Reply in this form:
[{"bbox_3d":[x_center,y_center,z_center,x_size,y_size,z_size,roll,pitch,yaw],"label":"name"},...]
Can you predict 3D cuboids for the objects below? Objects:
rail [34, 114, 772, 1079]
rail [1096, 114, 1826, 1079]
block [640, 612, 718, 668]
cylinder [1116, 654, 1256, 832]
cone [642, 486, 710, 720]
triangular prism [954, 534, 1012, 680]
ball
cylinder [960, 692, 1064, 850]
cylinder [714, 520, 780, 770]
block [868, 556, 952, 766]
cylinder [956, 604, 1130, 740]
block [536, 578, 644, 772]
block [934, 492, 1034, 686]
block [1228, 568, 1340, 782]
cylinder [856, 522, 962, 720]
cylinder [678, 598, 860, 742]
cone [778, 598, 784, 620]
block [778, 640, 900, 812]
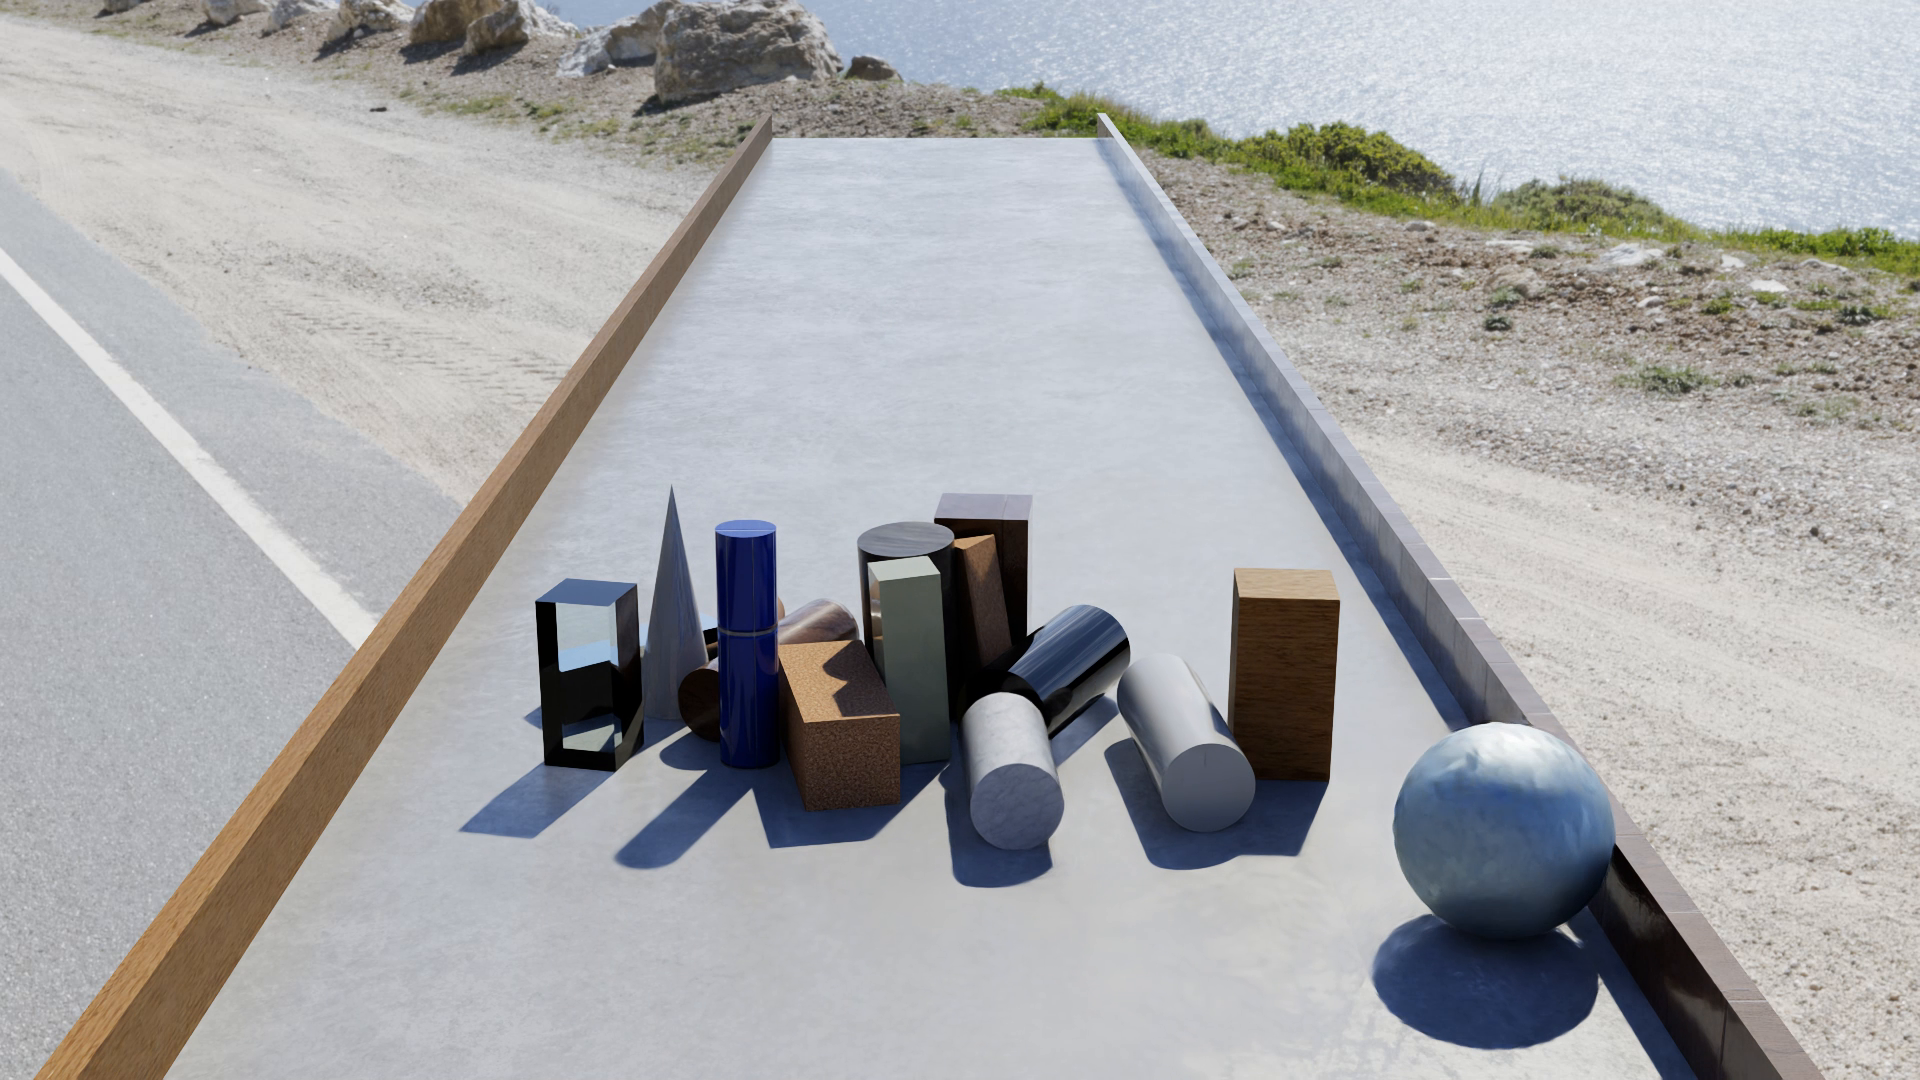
[{"bbox_3d":[-1.118,-0.838,7.780,0.050,0.150,12.000,0,17,-1],"label":"rail"},{"bbox_3d":[0.932,-0.844,7.801,0.050,0.150,12.000,0,17,-1],"label":"rail"},{"bbox_3d":[-0.621,0.236,4.250,0.346,0.105,0.105,-13,21,-38],"label":"block"},{"bbox_3d":[0.384,0.343,3.799,0.157,0.157,0.439,-2,17,-5],"label":"cylinder"},{"bbox_3d":[-0.533,0.104,4.104,0.156,0.438,0.156,1,17,0],"label":"cone"},{"bbox_3d":[0.028,0.159,4.106,0.082,0.325,0.095,1,17,37],"label":"triangular prism"},{"bbox_3d":[0.798,0.427,3.236,0.316,0.316,0.316,0,17,0],"label":"ball"},{"bbox_3d":[0.083,0.382,3.677,0.152,0.152,0.321,-1,17,-3],"label":"cylinder"},{"bbox_3d":[-0.371,0.185,3.849,0.106,0.430,0.106,1,17,0],"label":"cylinder"},{"bbox_3d":[-0.089,0.214,3.892,0.108,0.345,0.108,-7,18,-11],"label":"block"},{"bbox_3d":[0.159,0.259,4.047,0.176,0.176,0.400,8,18,24],"label":"cylinder"},{"bbox_3d":[-0.653,0.238,3.892,0.135,0.306,0.135,4,17,13],"label":"block"},{"bbox_3d":[0.047,0.106,4.244,0.177,0.357,0.177,1,17,5],"label":"block"},{"bbox_3d":[0.563,0.234,3.855,0.170,0.332,0.170,1,17,3],"label":"block"},{"bbox_3d":[-0.090,0.157,4.075,0.178,0.341,0.178,-3,21,1],"label":"cylinder"},{"bbox_3d":[-0.356,0.241,4.169,0.141,0.141,0.450,8,18,24],"label":"cylinder"},{"bbox_3d":[-0.410,0.231,4.332,0.135,0.135,0.343,-1,28,-5],"label":"cone"},{"bbox_3d":[-0.220,0.320,3.869,0.160,0.160,0.394,-3,17,-11],"label":"block"}]
